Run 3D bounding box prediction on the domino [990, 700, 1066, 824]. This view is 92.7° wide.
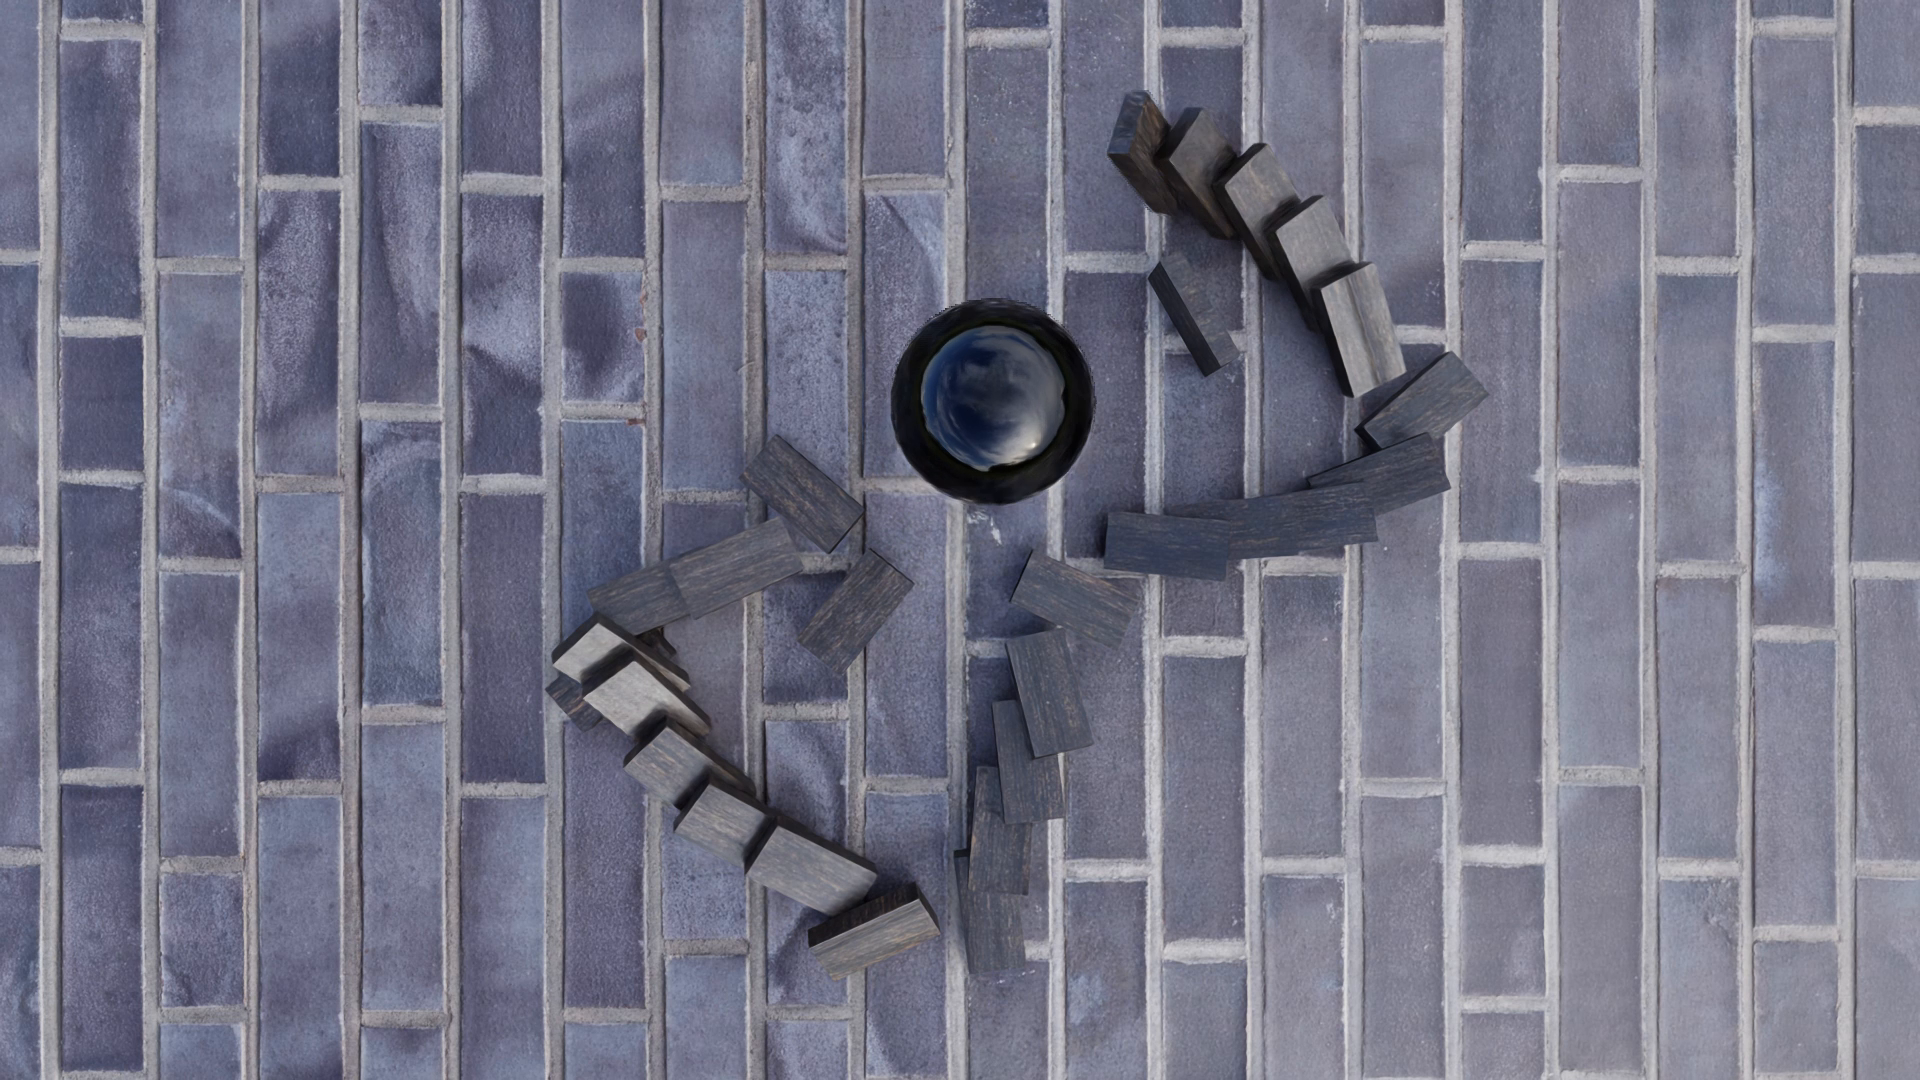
[{"bbox_3d":[0.028,0.093,0.388,0.025,0.009,0.050,-5,73,-3],"label":"domino"}]

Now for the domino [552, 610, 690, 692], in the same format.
[{"bbox_3d":[-0.139,0.054,0.379,0.025,0.009,0.050,-43,126,2],"label":"domino"}]

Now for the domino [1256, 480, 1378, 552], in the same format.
[{"bbox_3d":[0.148,-0.009,0.388,0.050,0.009,0.025,-8,91,18],"label":"domino"}]

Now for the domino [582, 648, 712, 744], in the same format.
[{"bbox_3d":[-0.129,0.070,0.381,0.025,0.009,0.050,-37,126,-3],"label":"domino"}]

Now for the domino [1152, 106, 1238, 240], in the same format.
[{"bbox_3d":[0.103,-0.151,0.381,0.050,0.010,0.025,33,90,-38],"label":"domino"}]

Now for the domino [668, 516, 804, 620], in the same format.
[{"bbox_3d":[-0.094,0.012,0.388,0.050,0.009,0.025,-25,88,-16],"label":"domino"}]

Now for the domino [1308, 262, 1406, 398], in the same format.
[{"bbox_3d":[0.168,-0.088,0.387,0.025,0.010,0.050,-27,110,0],"label":"domino"}]

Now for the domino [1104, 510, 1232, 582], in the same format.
[{"bbox_3d":[0.087,0.002,0.387,0.050,0.009,0.025,6,93,18],"label":"domino"}]

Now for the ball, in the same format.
[{"bbox_3d":[0.012,-0.053,0.360,0.080,0.080,0.080,0,90,0],"label":"ball"}]

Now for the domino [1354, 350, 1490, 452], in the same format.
[{"bbox_3d":[0.199,-0.055,0.395,0.050,0.010,0.025,-41,90,0],"label":"domino"}]

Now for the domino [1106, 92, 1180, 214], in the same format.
[{"bbox_3d":[0.079,-0.158,0.377,0.010,0.050,0.025,18,90,35],"label":"domino"}]

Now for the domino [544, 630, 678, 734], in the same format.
[{"bbox_3d":[-0.150,0.056,0.395,0.050,0.010,0.025,-42,90,0],"label":"domino"}]

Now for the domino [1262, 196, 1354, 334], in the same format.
[{"bbox_3d":[0.151,-0.115,0.386,0.025,0.010,0.050,-36,112,0],"label":"domino"}]

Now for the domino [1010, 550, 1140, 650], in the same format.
[{"bbox_3d":[0.049,0.026,0.395,0.050,0.009,0.025,24,90,0],"label":"domino"}]

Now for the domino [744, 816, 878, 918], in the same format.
[{"bbox_3d":[-0.063,0.140,0.388,0.050,0.009,0.025,33,90,-18],"label":"domino"}]

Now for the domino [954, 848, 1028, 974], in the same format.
[{"bbox_3d":[0.013,0.159,0.395,0.025,0.010,0.050,-8,90,0],"label":"domino"}]

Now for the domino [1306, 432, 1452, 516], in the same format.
[{"bbox_3d":[0.177,-0.024,0.388,0.050,0.009,0.025,-22,90,17],"label":"domino"}]

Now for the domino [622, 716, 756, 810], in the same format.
[{"bbox_3d":[-0.113,0.099,0.386,0.025,0.009,0.050,-44,113,0],"label":"domino"}]

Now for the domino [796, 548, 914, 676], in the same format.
[{"bbox_3d":[-0.045,0.031,0.395,0.025,0.009,0.050,39,90,0],"label":"domino"}]

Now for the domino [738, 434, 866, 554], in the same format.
[{"bbox_3d":[-0.068,-0.020,0.395,0.050,0.009,0.025,40,90,0],"label":"domino"}]

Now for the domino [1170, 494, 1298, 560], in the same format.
[{"bbox_3d":[0.116,-0.004,0.388,0.050,0.010,0.025,-5,90,18],"label":"domino"}]

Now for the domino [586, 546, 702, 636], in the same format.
[{"bbox_3d":[-0.128,0.024,0.389,0.050,0.009,0.025,-23,88,-15],"label":"domino"}]

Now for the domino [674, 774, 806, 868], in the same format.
[{"bbox_3d":[-0.092,0.122,0.387,0.050,0.009,0.025,36,90,-20],"label":"domino"}]

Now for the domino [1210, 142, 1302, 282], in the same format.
[{"bbox_3d":[0.129,-0.137,0.384,0.025,0.010,0.050,-44,117,0],"label":"domino"}]

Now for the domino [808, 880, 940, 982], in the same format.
[{"bbox_3d":[-0.036,0.167,0.390,0.050,0.009,0.025,-24,120,0],"label":"domino"}]

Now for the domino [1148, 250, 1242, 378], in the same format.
[{"bbox_3d":[0.098,-0.095,0.388,0.010,0.025,0.050,-30,90,0],"label":"domino"}]

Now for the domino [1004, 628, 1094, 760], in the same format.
[{"bbox_3d":[0.037,0.064,0.387,0.025,0.010,0.050,-12,72,-5],"label":"domino"}]

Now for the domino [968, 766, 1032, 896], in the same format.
[{"bbox_3d":[0.018,0.123,0.388,0.025,0.010,0.050,5,73,0],"label":"domino"}]
